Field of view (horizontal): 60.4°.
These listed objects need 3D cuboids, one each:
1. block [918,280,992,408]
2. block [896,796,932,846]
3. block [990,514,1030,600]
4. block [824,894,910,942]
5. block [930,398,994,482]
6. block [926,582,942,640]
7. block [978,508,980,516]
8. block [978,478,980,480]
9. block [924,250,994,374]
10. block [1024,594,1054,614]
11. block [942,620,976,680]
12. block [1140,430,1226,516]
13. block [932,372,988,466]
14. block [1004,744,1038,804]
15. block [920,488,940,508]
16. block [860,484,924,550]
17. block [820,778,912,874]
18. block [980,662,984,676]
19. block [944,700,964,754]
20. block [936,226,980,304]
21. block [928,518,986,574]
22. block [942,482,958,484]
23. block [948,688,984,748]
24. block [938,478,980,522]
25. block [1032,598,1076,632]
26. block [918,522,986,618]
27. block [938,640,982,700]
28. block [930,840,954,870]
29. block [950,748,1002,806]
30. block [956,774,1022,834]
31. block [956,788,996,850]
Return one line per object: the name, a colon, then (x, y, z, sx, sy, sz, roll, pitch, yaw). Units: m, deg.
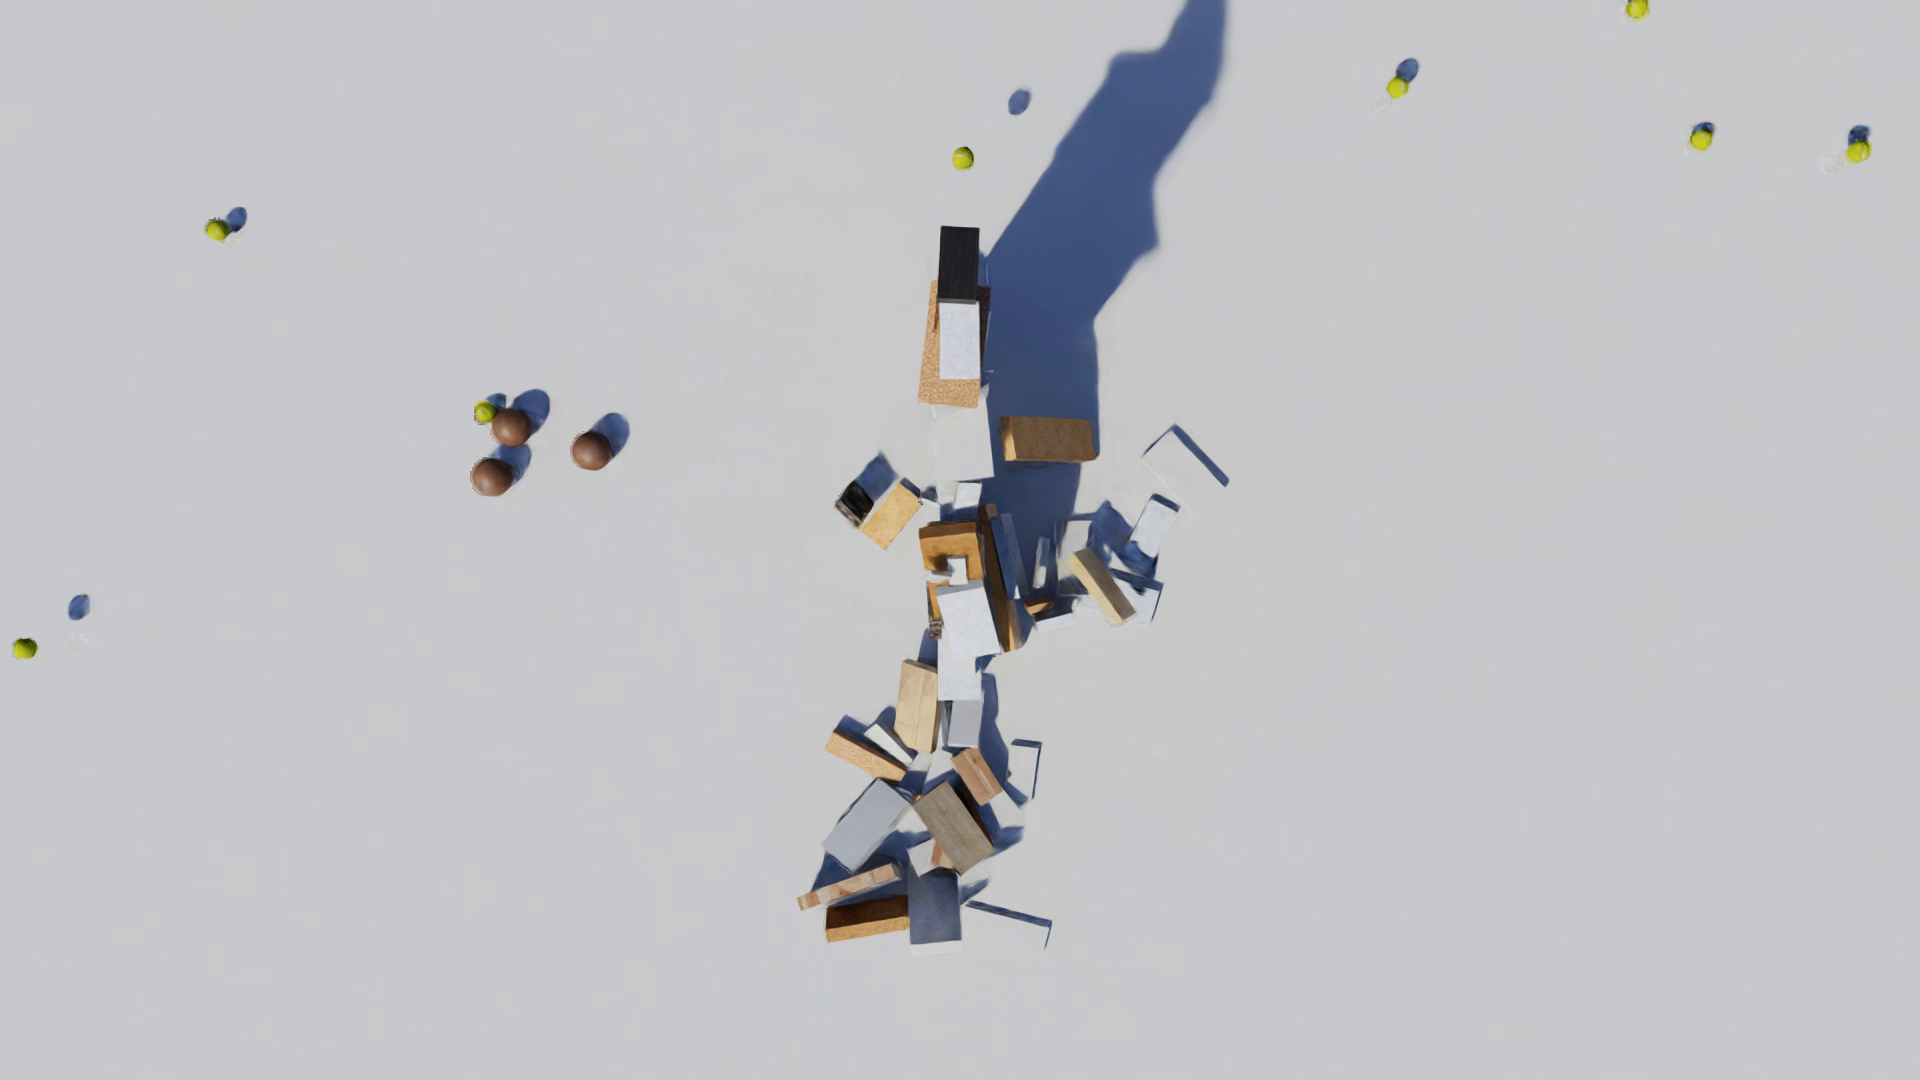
block: (-0.013, -0.484, 4.092, 0.150, 0.042, 0.300, 6, 90, 0)
block: (-0.156, 0.943, 5.457, 0.091, 0.026, 0.182, -41, 83, 4)
block: (0.164, 0.053, 5.428, 0.039, 0.139, 0.278, -13, 90, 16)
block: (-0.275, 1.238, 5.415, 0.327, 0.163, 0.046, -10, 103, 0)
block: (0.002, -0.314, 4.503, 0.151, 0.043, 0.301, -6, 90, 0)
block: (-0.017, 0.167, 5.060, 0.167, 0.047, 0.334, -3, 132, 0)
block: (0.000, -0.045, 5.091, 0.118, 0.236, 0.033, -1, 73, 0)
block: (0.001, -0.199, 5.132, 0.118, 0.318, 0.033, -2, 79, 0)
block: (-0.003, -0.608, 4.438, 0.162, 0.046, 0.324, -4, 90, 0)
block: (0.258, 0.211, 5.415, 0.084, 0.167, 0.024, -13, 96, -1)
block: (-0.004, 0.341, 5.132, 0.097, 0.028, 0.194, -3, 117, 0)
block: (0.741, -0.222, 5.481, 0.133, 0.038, 0.266, -43, 90, 0)
block: (0.002, -0.401, 5.133, 0.171, 0.049, 0.343, 0, 90, 0)
block: (0.202, 0.777, 5.487, 0.092, 0.026, 0.184, 8, 90, 0)
block: (-0.074, -0.131, 5.475, 0.106, 0.053, 0.015, 22, 129, 0)
block: (-0.226, -0.078, 5.485, 0.103, 0.029, 0.205, 39, 90, 0)
block: (-0.307, 0.939, 5.419, 0.144, 0.041, 0.288, 35, 77, 30)
block: (0.004, 0.415, 5.363, 0.135, 0.271, 0.038, 12, 82, 0)
block: (0.004, 0.640, 5.466, 0.114, 0.032, 0.228, 0, 84, 7)
block: (-0.004, -0.671, 4.025, 0.096, 0.027, 0.192, 3, 75, 0)
block: (-0.008, 0.027, 5.036, 0.167, 0.352, 0.047, -3, 69, 0)
block: (-0.015, -0.189, 4.849, 0.070, 0.140, 0.020, -7, 82, -3)
block: (0.021, 0.582, 5.420, 0.097, 0.028, 0.194, 4, 68, 9)
block: (-0.006, -0.153, 4.956, 0.118, 0.033, 0.236, -3, 90, 0)
block: (0.302, 0.245, 5.375, 0.123, 0.247, 0.035, -14, 99, 0)
block: (-0.017, 0.091, 4.923, 0.167, 0.047, 0.334, -7, 133, 3)
block: (-0.002, 0.368, 5.207, 0.135, 0.038, 0.271, 0, 90, 0)
block: (-0.038, 0.983, 5.395, 0.087, 0.025, 0.174, 12, 81, -9)
block: (0.054, 0.770, 5.411, 0.092, 0.026, 0.184, -32, 97, -11)
block: (0.088, 0.847, 5.463, 0.114, 0.032, 0.228, -40, 79, 0)
block: (0.018, 0.944, 5.456, 0.114, 0.032, 0.228, -25, 90, 32)
